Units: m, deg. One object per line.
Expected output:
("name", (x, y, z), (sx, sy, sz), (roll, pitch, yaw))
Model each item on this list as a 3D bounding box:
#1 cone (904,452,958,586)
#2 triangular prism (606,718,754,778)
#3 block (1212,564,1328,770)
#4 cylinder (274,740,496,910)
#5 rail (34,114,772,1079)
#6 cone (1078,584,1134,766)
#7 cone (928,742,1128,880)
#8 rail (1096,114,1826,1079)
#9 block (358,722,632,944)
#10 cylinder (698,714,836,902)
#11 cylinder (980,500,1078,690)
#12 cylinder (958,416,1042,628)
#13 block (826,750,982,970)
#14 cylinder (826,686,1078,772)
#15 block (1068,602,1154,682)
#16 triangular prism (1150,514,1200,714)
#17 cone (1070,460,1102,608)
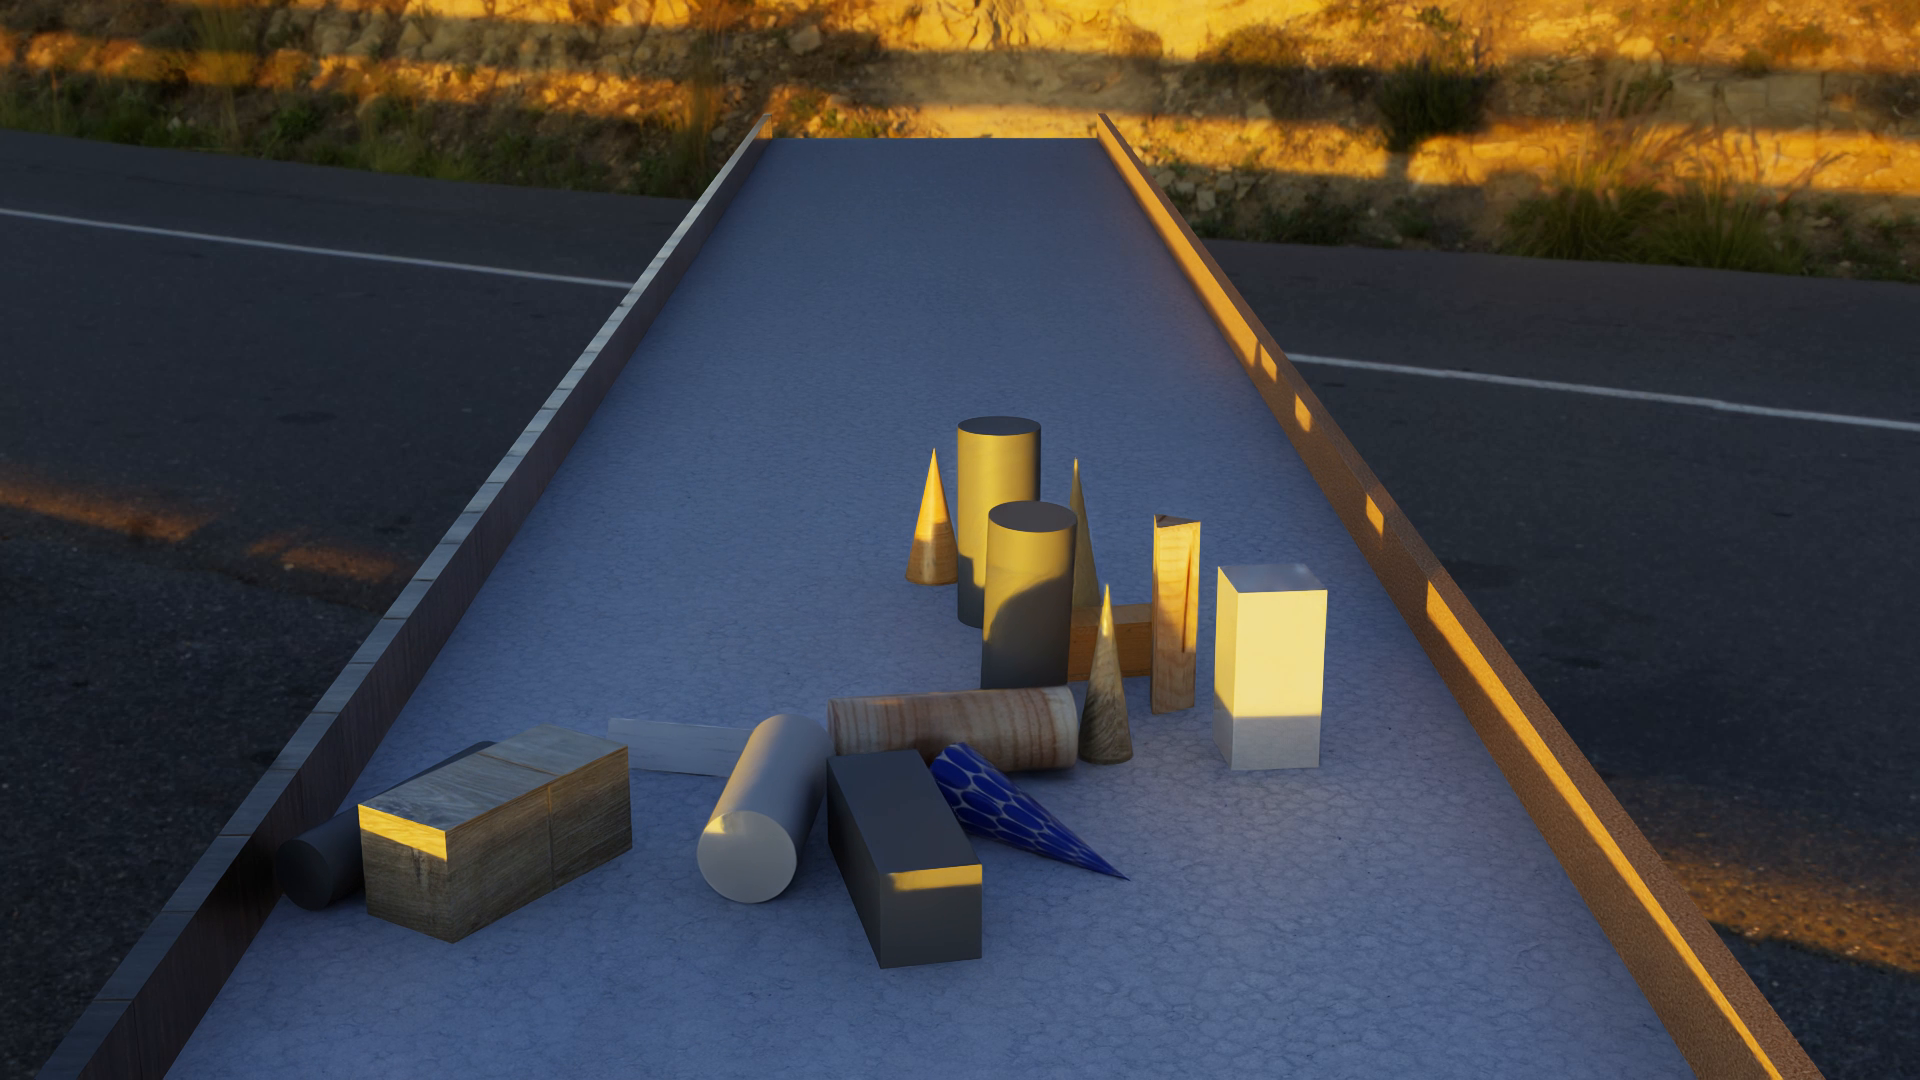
("cone", (-0.057, -0.061, 4.905), (0.133, 0.300, 0.133), (0, 17, 0))
("triangular prism", (-0.429, 0.363, 3.866), (0.392, 0.075, 0.087), (4, 17, 12))
("block", (0.546, 0.224, 3.899), (0.156, 0.328, 0.156), (-2, 17, -6))
("cylinder", (-0.889, 0.450, 3.513), (0.116, 0.116, 0.449), (8, 19, 26))
("rail", (-1.118, -0.838, 7.780), (0.050, 0.150, 12.000), (0, 17, -1))
("cone", (0.258, 0.227, 3.892), (0.104, 0.326, 0.104), (0, 17, 0))
("cone", (0.123, 0.466, 3.538), (0.381, 0.140, 0.140), (25, 28, 33))
("rail", (0.932, -0.844, 7.801), (0.050, 0.150, 12.000), (0, 17, -1))
("block", (-0.712, 0.446, 3.412), (0.180, 0.180, 0.398), (10, 20, 31))
("cylinder", (-0.305, 0.424, 3.534), (0.153, 0.153, 0.408), (2, 17, 5))
("cylinder", (0.127, 0.129, 4.114), (0.164, 0.372, 0.164), (2, 22, -1))
("cylinder", (0.081, -0.037, 4.617), (0.173, 0.418, 0.173), (0, 17, 0))
("block", (-0.092, 0.477, 3.360), (0.149, 0.149, 0.449), (-4, 17, -12))
("cylinder", (-0.015, 0.338, 3.834), (0.420, 0.146, 0.146), (-3, 17, -9))
("block", (0.251, 0.204, 4.342), (0.333, 0.112, 0.112), (-4, 17, -12))
("triangular prism", (0.385, 0.136, 4.128), (0.093, 0.365, 0.080), (-9, 19, -27))
("cone", (0.238, 0.023, 4.429), (0.116, 0.406, 0.116), (-2, 16, 1))
